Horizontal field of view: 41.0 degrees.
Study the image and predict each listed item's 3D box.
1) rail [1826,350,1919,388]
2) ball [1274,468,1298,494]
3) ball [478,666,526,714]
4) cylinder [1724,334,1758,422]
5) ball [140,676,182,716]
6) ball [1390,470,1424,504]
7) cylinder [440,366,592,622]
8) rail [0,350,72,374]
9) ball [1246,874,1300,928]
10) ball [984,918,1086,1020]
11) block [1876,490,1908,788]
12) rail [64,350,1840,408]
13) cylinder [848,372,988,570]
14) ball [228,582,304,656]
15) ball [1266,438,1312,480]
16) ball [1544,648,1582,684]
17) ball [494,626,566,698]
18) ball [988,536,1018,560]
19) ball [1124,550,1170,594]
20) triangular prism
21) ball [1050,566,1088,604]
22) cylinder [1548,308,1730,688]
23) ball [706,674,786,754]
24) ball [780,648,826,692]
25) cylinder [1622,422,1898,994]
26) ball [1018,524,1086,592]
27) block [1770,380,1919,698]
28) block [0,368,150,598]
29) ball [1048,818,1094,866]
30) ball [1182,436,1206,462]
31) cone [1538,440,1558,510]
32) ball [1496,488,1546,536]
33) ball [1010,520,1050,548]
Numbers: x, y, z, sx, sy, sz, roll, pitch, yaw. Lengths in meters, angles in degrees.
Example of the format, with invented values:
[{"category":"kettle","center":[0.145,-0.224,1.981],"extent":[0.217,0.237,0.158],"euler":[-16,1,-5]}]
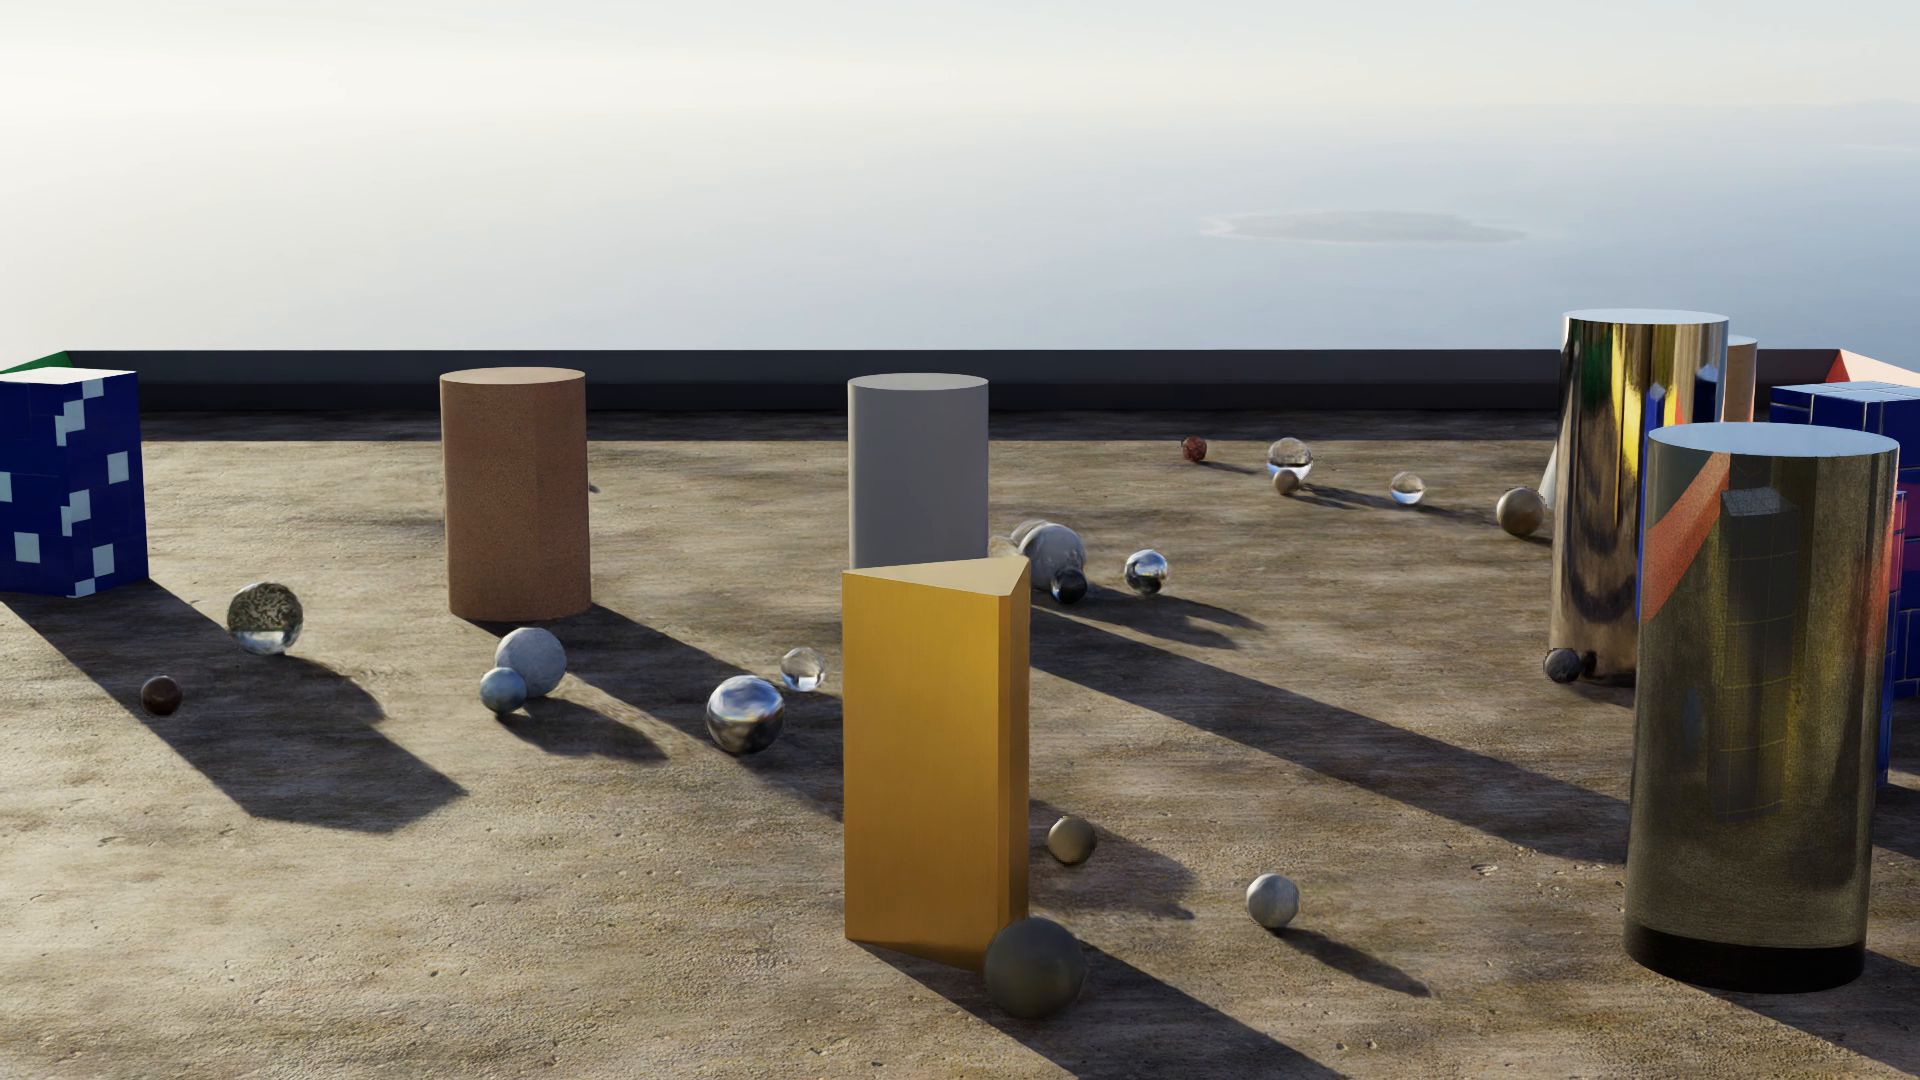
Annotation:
[{"category":"rail","center":[1.865,0.030,3.460],"extent":[0.045,0.125,4.100],"euler":[0,11,0]},{"category":"ball","center":[0.557,-0.100,4.386],"extent":[0.043,0.043,0.043],"euler":[0,11,0]},{"category":"ball","center":[-0.517,0.171,2.905],"extent":[0.053,0.053,0.053],"euler":[0,11,0]},{"category":"cylinder","center":[0.973,-0.094,3.486],"extent":[0.192,0.361,0.192],"euler":[0,11,0]},{"category":"ball","center":[-0.901,0.176,2.895],"extent":[0.046,0.046,0.046],"euler":[0,11,0]},{"category":"ball","center":[0.746,-0.087,4.283],"extent":[0.056,0.056,0.056],"euler":[0,11,0]},{"category":"cylinder","center":[-0.597,-0.065,3.454],"extent":[0.192,0.315,0.192],"euler":[0,11,0]},{"category":"rail","center":[-1.865,0.034,3.439],"extent":[0.045,0.125,4.100],"euler":[0,11,0]},{"category":"ball","center":[0.267,0.307,2.190],"extent":[0.046,0.046,0.046],"euler":[0,11,0]},{"category":"ball","center":[0.058,0.331,1.979],"extent":[0.078,0.078,0.078],"euler":[0,11,0]},{"category":"block","center":[0.843,0.101,2.601],"extent":[0.154,0.302,0.154],"euler":[10,14,43]},{"category":"rail","center":[-0.012,-0.338,5.441],"extent":[3.778,0.125,0.045],"euler":[0,11,0]},{"category":"cylinder","center":[-0.057,-0.069,3.524],"extent":[0.192,0.299,0.192],"euler":[0,11,0]},{"category":"ball","center":[-0.863,0.098,3.190],"extent":[0.092,0.092,0.092],"euler":[0,11,0]},{"category":"ball","center":[0.577,-0.140,4.499],"extent":[0.080,0.080,0.080],"euler":[0,11,0]},{"category":"ball","center":[0.716,0.150,3.046],"extent":[0.042,0.042,0.042],"euler":[0,11,0]},{"category":"ball","center":[-0.499,0.142,2.978],"extent":[0.083,0.083,0.083],"euler":[0,11,0]},{"category":"ball","center":[0.053,0.029,3.628],"extent":[0.069,0.069,0.069],"euler":[0,11,0]},{"category":"ball","center":[0.259,0.045,3.557],"extent":[0.062,0.062,0.062],"euler":[0,11,0]},{"category":"triangular prism","center":[0.012,0.179,2.147],"extent":[0.166,0.314,0.144],"euler":[8,13,36]},{"category":"ball","center":[0.149,0.061,3.502],"extent":[0.050,0.050,0.050],"euler":[0,11,0]},{"category":"cylinder","center":[0.813,-0.054,3.085],"extent":[0.192,0.430,0.192],"euler":[0,11,0]},{"category":"ball","center":[-0.228,0.186,2.735],"extent":[0.085,0.085,0.085],"euler":[0,11,0]},{"category":"ball","center":[-0.184,0.152,3.006],"extent":[0.053,0.053,0.053],"euler":[0,11,0]},{"category":"cylinder","center":[0.648,0.131,2.088],"extent":[0.192,0.431,0.192],"euler":[0,11,0]},{"category":"ball","center":[0.128,0.026,3.569],"extent":[0.096,0.096,0.096],"euler":[0,11,0]},{"category":"block","center":[1.057,-0.001,3.015],"extent":[0.154,0.350,0.154],"euler":[-5,12,-25]},{"category":"block","center":[-1.262,-0.084,3.608],"extent":[0.154,0.297,0.154],"euler":[4,11,21]},{"category":"ball","center":[0.102,0.277,2.360],"extent":[0.043,0.043,0.043],"euler":[0,11,0]},{"category":"ball","center":[0.434,-0.169,4.749],"extent":[0.046,0.046,0.046],"euler":[0,11,0]},{"category":"cone","center":[1.059,-0.214,4.263],"extent":[0.192,0.313,0.192],"euler":[0,11,0]},{"category":"ball","center":[0.873,-0.043,3.996],"extent":[0.075,0.075,0.075],"euler":[0,11,0]},{"category":"ball","center":[0.110,0.012,3.679],"extent":[0.083,0.083,0.083],"euler":[0,11,0]}]
